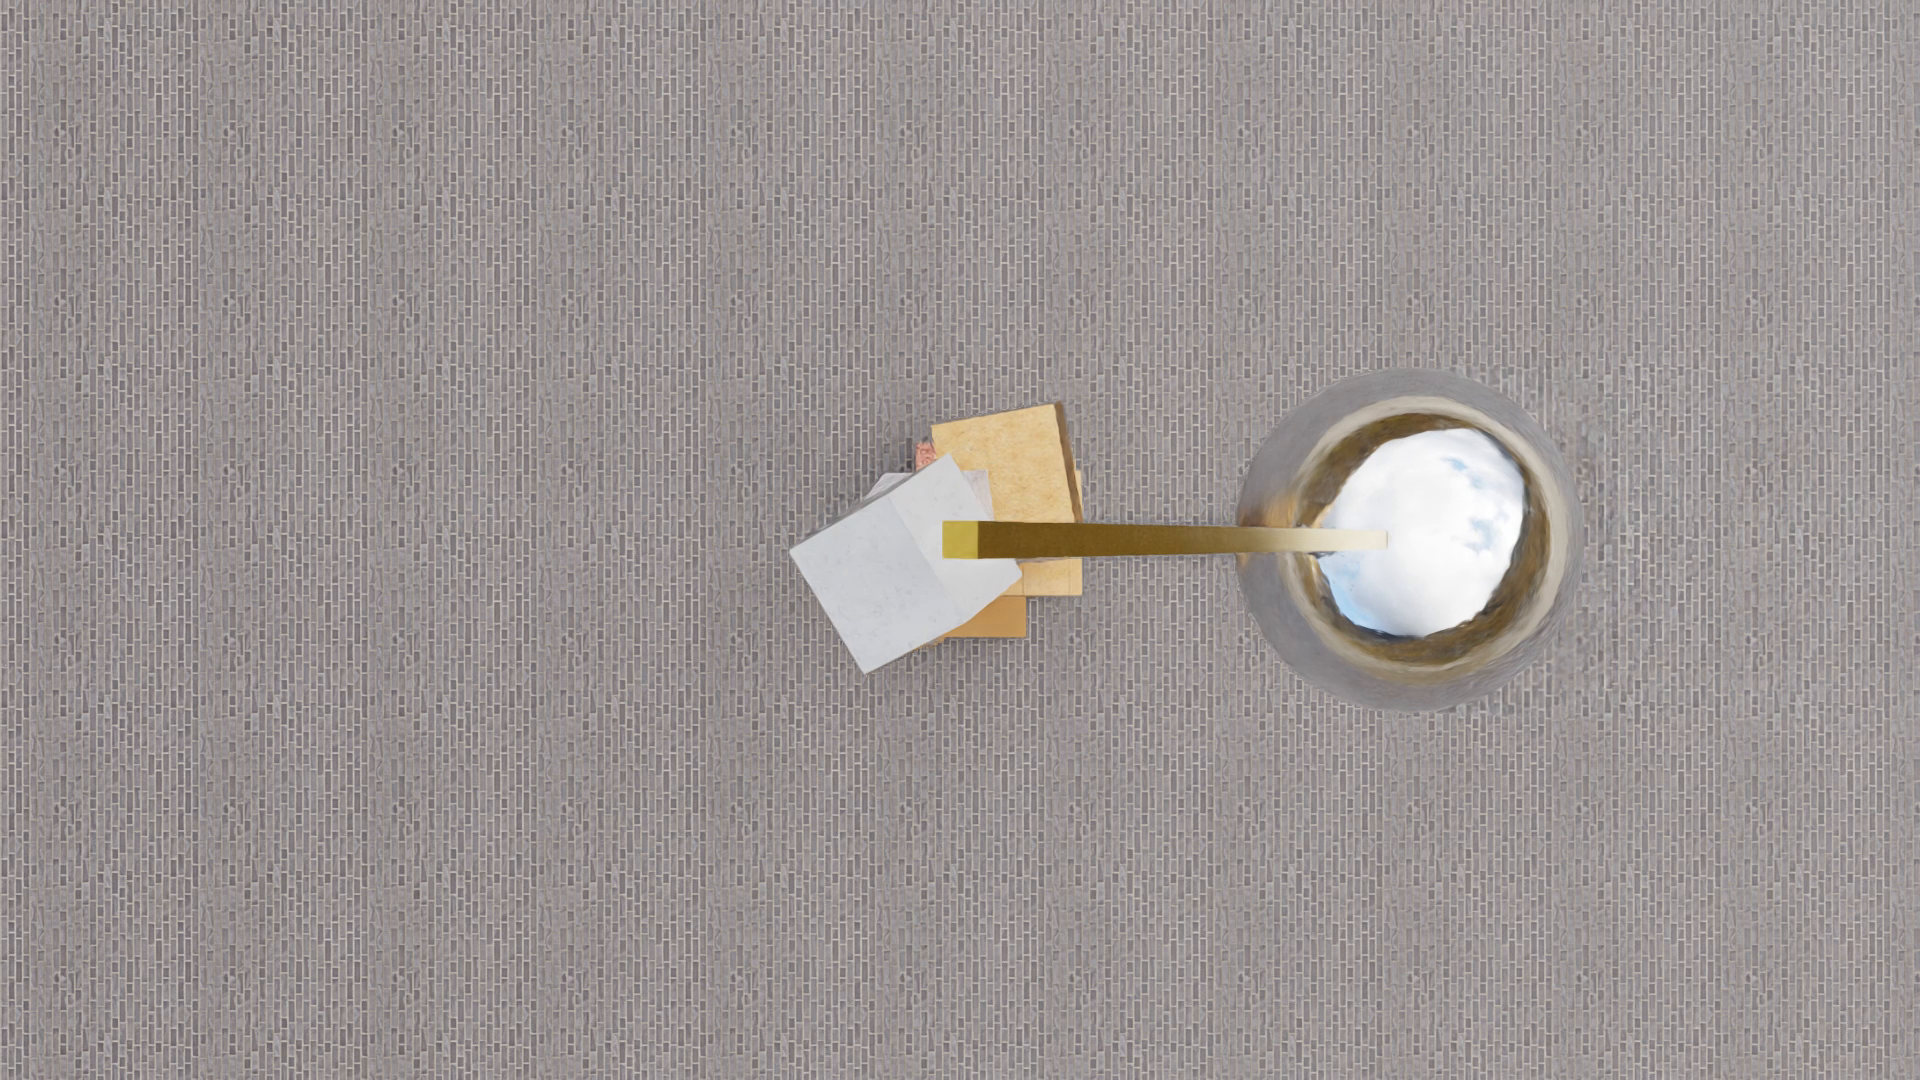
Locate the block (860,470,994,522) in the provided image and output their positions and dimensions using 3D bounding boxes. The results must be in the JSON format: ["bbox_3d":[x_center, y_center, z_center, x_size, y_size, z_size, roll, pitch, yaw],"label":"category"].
[{"bbox_3d":[-0.135,0.011,9.443,0.471,0.466,0.471,-2,113,17],"label":"block"}]

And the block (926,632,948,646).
[{"bbox_3d":[-0.144,0.129,9.001,0.360,0.324,0.409,28,122,17],"label":"block"}]

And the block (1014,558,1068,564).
[{"bbox_3d":[0.297,-0.086,11.473,0.413,0.435,0.418,-4,88,-9],"label":"block"}]

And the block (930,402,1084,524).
[{"bbox_3d":[0.226,-0.290,10.041,0.557,0.542,0.588,-10,94,8],"label":"block"}]

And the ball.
[{"bbox_3d":[2.074,0.000,10.216,1.600,1.600,1.600,0,90,0],"label":"ball"}]

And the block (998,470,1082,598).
[{"bbox_3d":[0.223,-0.024,12.049,0.745,0.729,0.667,0,88,-9],"label":"block"}]

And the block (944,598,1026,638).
[{"bbox_3d":[0.072,0.295,12.680,0.529,0.566,0.502,1,90,-9],"label":"block"}]

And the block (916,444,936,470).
[{"bbox_3d":[0.024,-0.256,12.723,0.547,0.555,0.580,0,90,0],"label":"block"}]

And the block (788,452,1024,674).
[{"bbox_3d":[-0.205,0.090,8.519,0.541,0.490,0.561,-28,95,35],"label":"block"}]

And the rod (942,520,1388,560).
[{"bbox_3d":[0.899,0.000,7.026,0.080,5.200,0.080,0,90,20],"label":"rod"}]
